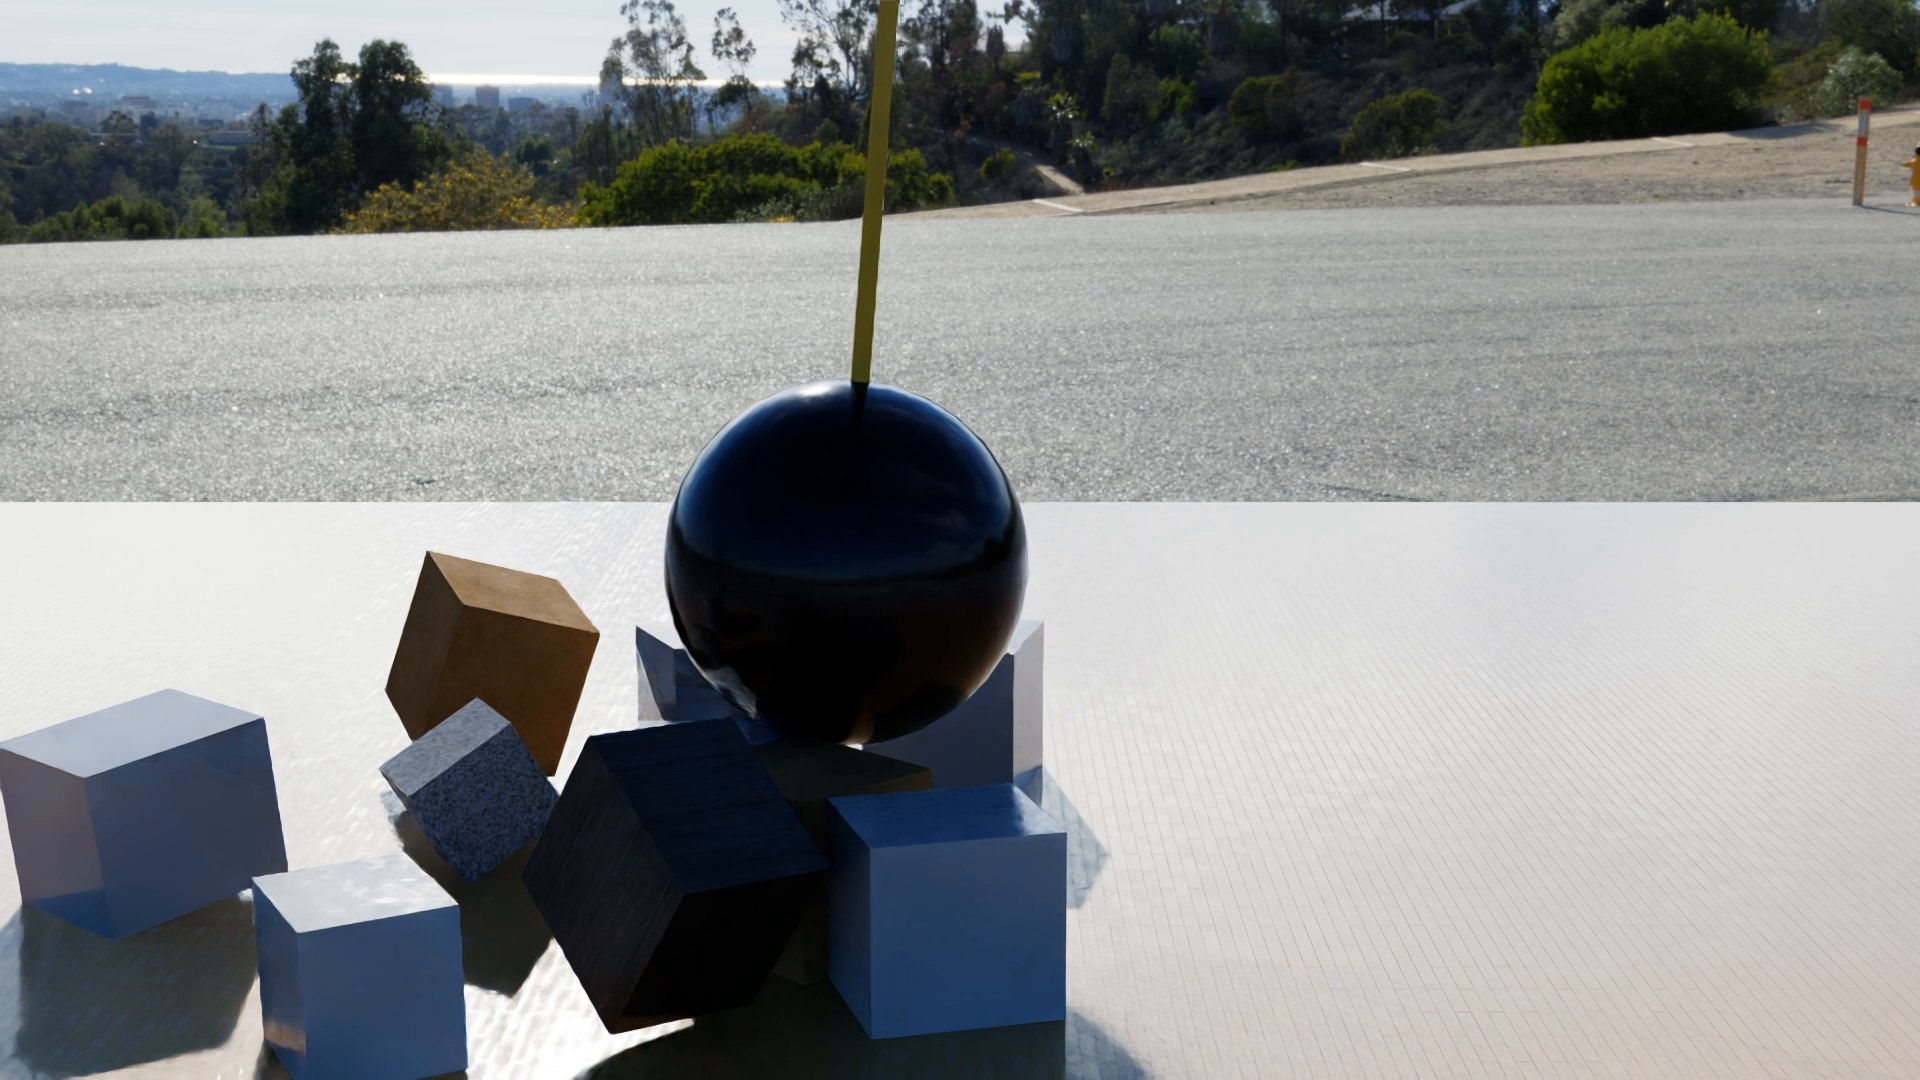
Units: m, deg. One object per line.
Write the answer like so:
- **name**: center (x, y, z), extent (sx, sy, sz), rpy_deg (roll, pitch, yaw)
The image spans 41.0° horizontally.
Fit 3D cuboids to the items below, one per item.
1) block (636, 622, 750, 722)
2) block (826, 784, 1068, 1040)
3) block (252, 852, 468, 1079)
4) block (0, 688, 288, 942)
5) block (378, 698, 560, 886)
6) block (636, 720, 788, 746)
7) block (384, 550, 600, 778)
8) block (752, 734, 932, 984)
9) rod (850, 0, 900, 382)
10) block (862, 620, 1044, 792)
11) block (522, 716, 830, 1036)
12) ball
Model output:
- **block**: center (-1.070, 0.863, 12.235), extent (0.763, 0.873, 0.821), rpy_deg (-4, 7, -19)
- **block**: center (-0.060, 1.402, 9.810), extent (0.754, 0.731, 0.694), rpy_deg (-3, 11, -16)
- **block**: center (-2.164, 1.556, 9.237), extent (0.567, 0.614, 0.680), rpy_deg (-7, 13, -27)
- **block**: center (-3.492, 1.153, 10.959), extent (0.765, 0.717, 0.840), rpy_deg (9, 21, 42)
- **block**: center (-2.169, 1.113, 11.435), extent (0.542, 0.507, 0.505), rpy_deg (-37, 24, -17)
- **block**: center (-1.099, 1.180, 11.264), extent (0.663, 0.649, 0.601), rpy_deg (0, 10, -1)
- **block**: center (-2.388, 0.623, 13.040), extent (0.716, 0.780, 0.885), rpy_deg (14, 11, -27)
- **block**: center (-0.639, 1.281, 10.463), extent (0.785, 0.736, 0.699), rpy_deg (10, 14, 44)
- **rod**: center (-0.215, -3.236, 10.592), extent (0.080, 5.200, 0.080), rpy_deg (5, 10, -1)
- **block**: center (-0.028, 0.836, 12.863), extent (0.758, 0.754, 0.776), rpy_deg (2, 11, 12)
- **block**: center (-1.075, 1.244, 9.587), extent (0.643, 0.785, 0.774), rpy_deg (-5, 46, -41)
- **ball**: center (-0.496, 0.098, 11.198), extent (1.600, 1.600, 1.600), rpy_deg (0, 10, 0)
